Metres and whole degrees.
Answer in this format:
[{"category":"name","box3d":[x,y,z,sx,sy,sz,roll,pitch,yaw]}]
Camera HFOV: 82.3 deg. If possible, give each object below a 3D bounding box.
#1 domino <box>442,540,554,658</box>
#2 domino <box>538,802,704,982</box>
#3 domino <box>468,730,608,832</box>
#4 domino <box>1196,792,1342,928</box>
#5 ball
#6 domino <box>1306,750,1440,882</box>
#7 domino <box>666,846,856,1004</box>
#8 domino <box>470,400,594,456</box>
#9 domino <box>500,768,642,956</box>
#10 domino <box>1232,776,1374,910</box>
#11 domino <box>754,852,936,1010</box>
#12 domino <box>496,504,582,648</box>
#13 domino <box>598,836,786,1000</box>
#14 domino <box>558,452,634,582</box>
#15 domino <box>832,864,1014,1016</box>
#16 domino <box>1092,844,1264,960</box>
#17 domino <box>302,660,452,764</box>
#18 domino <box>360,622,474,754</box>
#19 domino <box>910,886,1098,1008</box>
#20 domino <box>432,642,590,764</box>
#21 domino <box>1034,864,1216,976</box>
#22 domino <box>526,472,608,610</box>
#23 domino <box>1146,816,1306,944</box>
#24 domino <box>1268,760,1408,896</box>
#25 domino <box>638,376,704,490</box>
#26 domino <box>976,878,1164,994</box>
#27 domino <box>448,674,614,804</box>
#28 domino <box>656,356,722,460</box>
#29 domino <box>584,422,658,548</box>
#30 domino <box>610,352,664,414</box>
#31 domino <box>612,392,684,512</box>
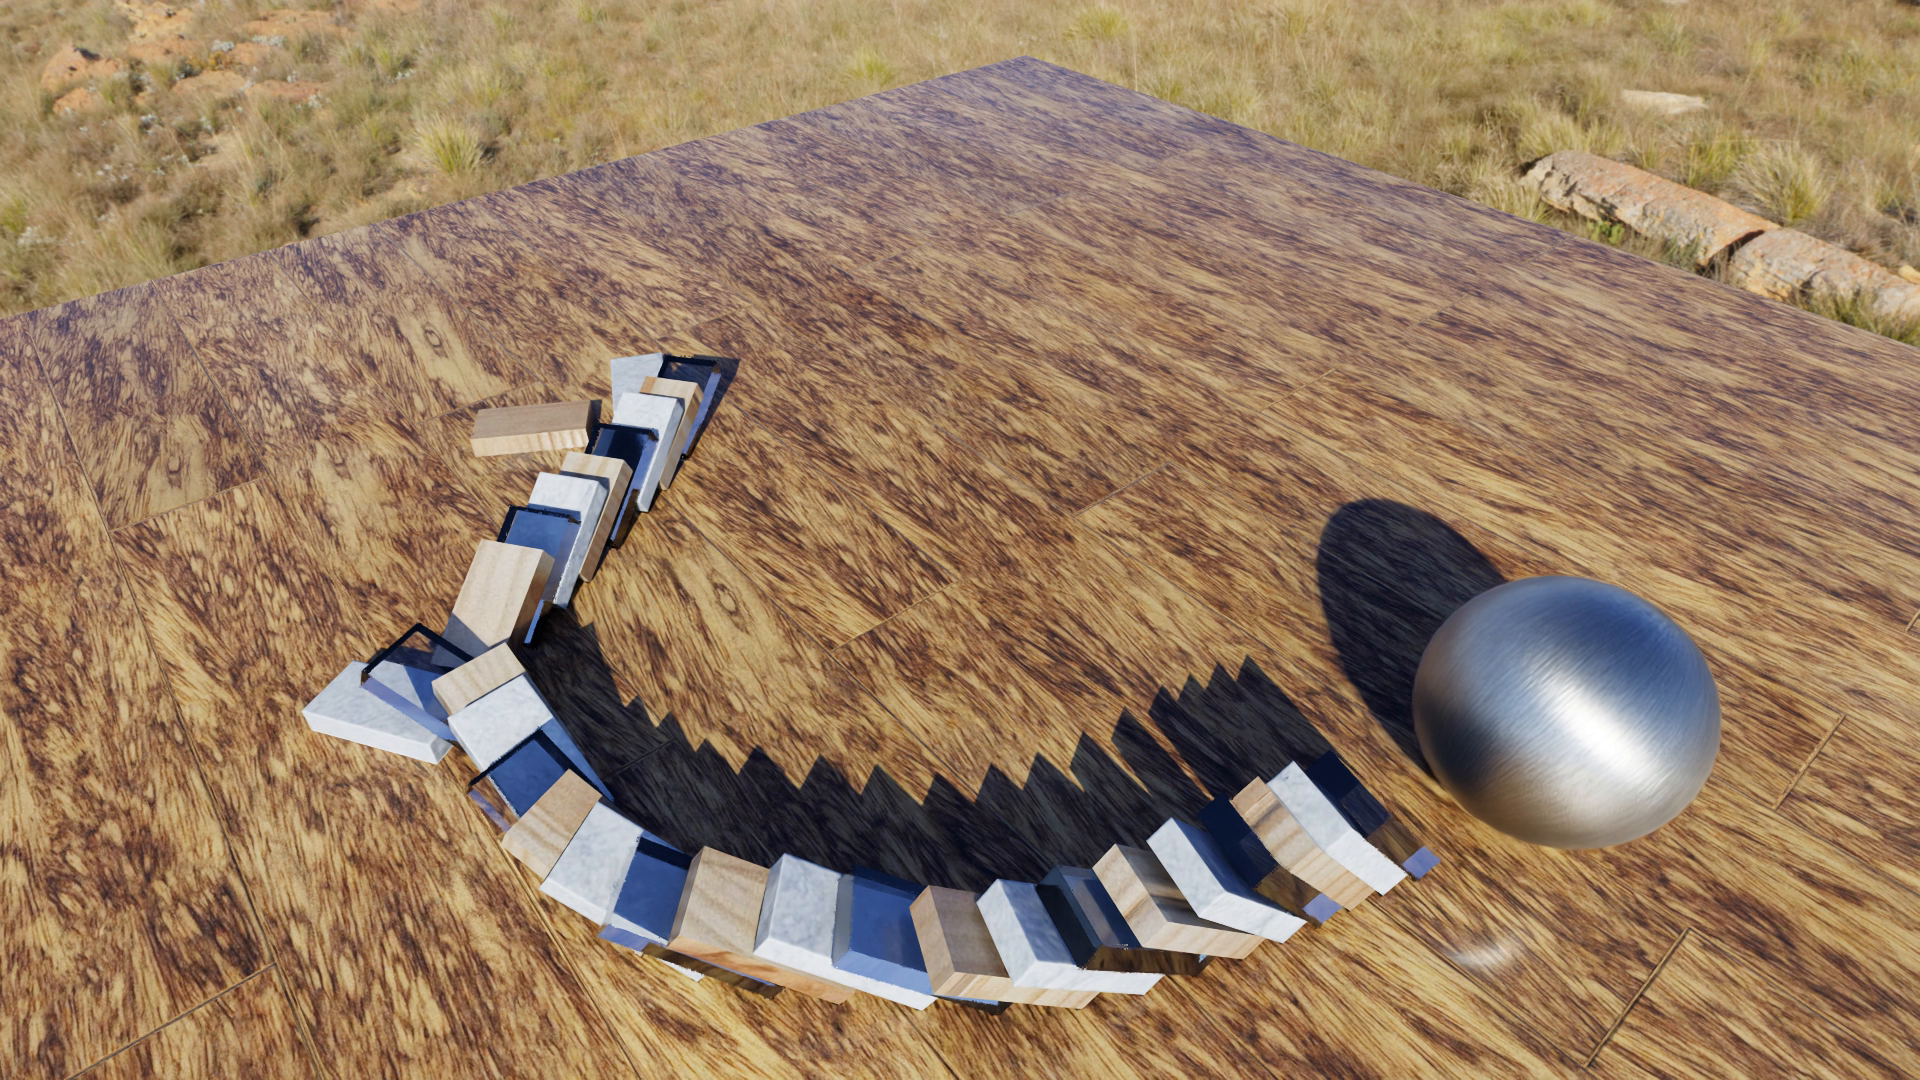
[{"category":"domino","box3d":[-0.167,0.026,0.393,0.025,0.009,0.050,9,69,11]},{"category":"domino","box3d":[-0.086,0.097,0.304,0.050,0.010,0.025,35,45,-10]},{"category":"domino","box3d":[-0.118,0.083,0.325,0.050,0.010,0.025,43,51,7]},{"category":"domino","box3d":[0.087,0.090,0.306,0.010,0.050,0.025,-44,45,8]},{"category":"ball","box3d":[0.177,0.051,0.326,0.080,0.080,0.080,0,39,0]},{"category":"domino","box3d":[0.120,0.080,0.318,0.009,0.050,0.025,-44,45,8]},{"category":"domino","box3d":[-0.050,0.104,0.296,0.050,0.009,0.025,26,42,-18]},{"category":"domino","box3d":[-0.196,-0.052,0.507,0.050,0.009,0.025,-6,40,-8]},{"category":"domino","box3d":[-0.101,0.091,0.313,0.050,0.010,0.025,39,46,-1]},{"category":"domino","box3d":[0.097,0.086,0.310,0.009,0.050,0.025,-44,45,8]},{"category":"domino","box3d":[-0.029,0.105,0.295,0.050,0.009,0.025,26,37,-18]},{"category":"domino","box3d":[-0.162,0.013,0.409,0.025,0.009,0.050,9,70,11]},{"category":"domino","box3d":[-0.069,0.102,0.297,0.050,0.009,0.025,27,42,-16]},{"category":"domino","box3d":[-0.152,-0.010,0.438,0.025,0.009,0.050,9,67,11]},{"category":"domino","box3d":[-0.009,0.107,0.294,0.050,0.010,0.025,24,35,-20]},{"category":"domino","box3d":[0.060,0.099,0.299,0.050,0.010,0.025,25,20,-42]},{"category":"domino","box3d":[-0.192,0.058,0.373,0.050,0.010,0.025,11,41,13]},{"category":"domino","box3d":[-0.168,0.051,0.364,0.050,0.009,0.025,33,42,-1]},{"category":"domino","box3d":[0.012,0.108,0.290,0.050,0.009,0.025,21,28,-33]},{"category":"domino","box3d":[-0.144,0.060,0.353,0.025,0.010,0.050,-32,75,-33]},{"category":"domino","box3d":[0.045,0.103,0.295,0.050,0.009,0.025,21,23,-39]},{"category":"domino","box3d":[-0.157,0.000,0.423,0.025,0.009,0.050,9,70,11]},{"category":"domino","box3d":[0.074,0.094,0.302,0.010,0.050,0.025,-47,44,12]},{"category":"domino","box3d":[0.108,0.083,0.314,0.009,0.050,0.025,-44,44,8]},{"category":"domino","box3d":[-0.134,-0.048,0.486,0.025,0.010,0.050,9,65,11]},{"category":"domino","box3d":[0.030,0.106,0.292,0.050,0.010,0.025,21,25,-37]},{"category":"domino","box3d":[-0.133,0.069,0.340,0.025,0.010,0.050,-33,77,-33]},{"category":"domino","box3d":[-0.130,-0.061,0.505,0.025,0.010,0.050,8,60,9]},{"category":"domino","box3d":[-0.145,-0.023,0.454,0.025,0.010,0.050,9,68,11]},{"category":"domino","box3d":[-0.155,-0.073,0.533,0.025,0.010,0.050,-10,40,-12]},{"category":"domino","box3d":[-0.139,-0.038,0.470,0.025,0.010,0.050,9,68,11]}]
